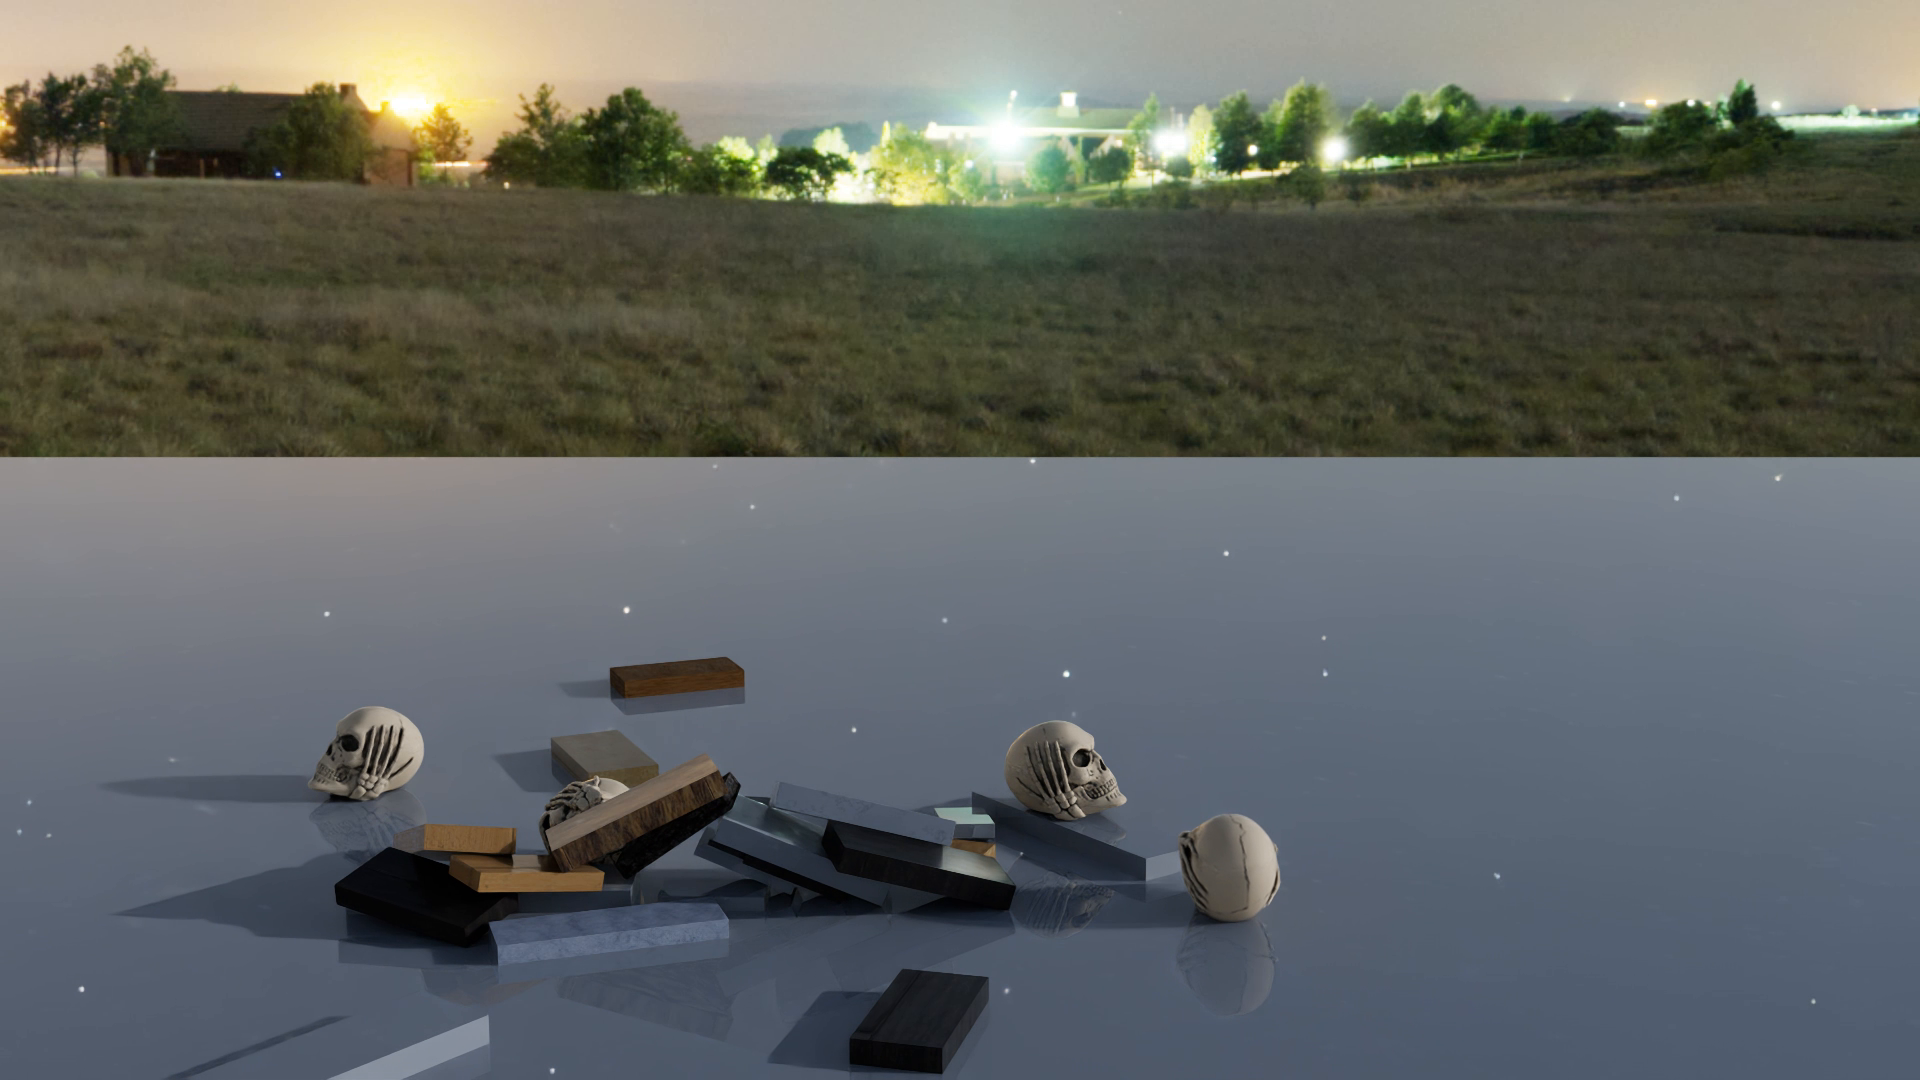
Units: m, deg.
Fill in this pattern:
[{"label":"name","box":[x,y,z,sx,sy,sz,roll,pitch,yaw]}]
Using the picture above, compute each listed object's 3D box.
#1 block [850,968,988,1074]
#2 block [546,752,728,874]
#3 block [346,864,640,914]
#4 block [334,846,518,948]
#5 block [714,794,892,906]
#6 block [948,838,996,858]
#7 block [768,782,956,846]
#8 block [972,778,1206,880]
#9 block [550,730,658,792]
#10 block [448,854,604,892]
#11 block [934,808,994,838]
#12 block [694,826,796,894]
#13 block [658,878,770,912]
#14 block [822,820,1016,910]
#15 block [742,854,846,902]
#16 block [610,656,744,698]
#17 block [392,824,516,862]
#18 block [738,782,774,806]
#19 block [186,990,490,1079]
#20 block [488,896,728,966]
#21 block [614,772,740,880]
[{"label":"block","box":[-0.054,0.676,3.104,0.131,0.037,0.262,3,11,14]},{"label":"block","box":[-0.531,0.446,3.607,0.293,0.042,0.147,-26,12,-11]},{"label":"block","box":[-0.768,0.577,3.637,0.461,0.037,0.131,0,11,-2]},{"label":"block","box":[-0.855,0.570,3.523,0.262,0.037,0.131,12,27,25]},{"label":"block","box":[-0.259,0.513,3.663,0.297,0.042,0.148,22,9,-6]},{"label":"block","box":[-0.038,0.546,3.837,0.180,0.026,0.090,4,11,20]},{"label":"block","box":[-0.165,0.457,3.670,0.297,0.042,0.148,14,-9,-7]},{"label":"block","box":[0.224,0.516,3.958,0.140,0.040,0.485,-8,13,-36]},{"label":"block","box":[-0.709,0.438,4.377,0.140,0.040,0.279,-5,12,-25]},{"label":"block","box":[-0.698,0.537,3.546,0.220,0.031,0.110,7,4,-38]},{"label":"block","box":[0.007,0.509,3.961,0.090,0.026,0.180,0,2,-6]},{"label":"block","box":[-0.353,0.535,3.673,0.175,0.025,0.087,23,9,-2]},{"label":"block","box":[-0.405,0.585,3.629,0.175,0.025,0.087,1,11,2]},{"label":"block","box":[-0.069,0.534,3.619,0.297,0.042,0.149,15,6,-16]},{"label":"block","box":[-0.273,0.545,3.657,0.175,0.025,0.087,22,9,-5]},{"label":"block","box":[-0.649,0.315,5.044,0.279,0.040,0.139,-4,11,-22]},{"label":"block","box":[-0.847,0.507,3.670,0.147,0.042,0.293,6,-13,-23]},{"label":"block","box":[-0.432,0.483,4.174,0.180,0.026,0.090,2,11,10]},{"label":"block","box":[-0.845,0.704,2.942,0.147,0.042,0.427,8,13,37]},{"label":"block","box":[-0.552,0.613,3.459,0.359,0.031,0.110,-4,11,-19]},{"label":"block","box":[-0.468,0.474,3.656,0.220,0.031,0.110,-34,10,10]}]
